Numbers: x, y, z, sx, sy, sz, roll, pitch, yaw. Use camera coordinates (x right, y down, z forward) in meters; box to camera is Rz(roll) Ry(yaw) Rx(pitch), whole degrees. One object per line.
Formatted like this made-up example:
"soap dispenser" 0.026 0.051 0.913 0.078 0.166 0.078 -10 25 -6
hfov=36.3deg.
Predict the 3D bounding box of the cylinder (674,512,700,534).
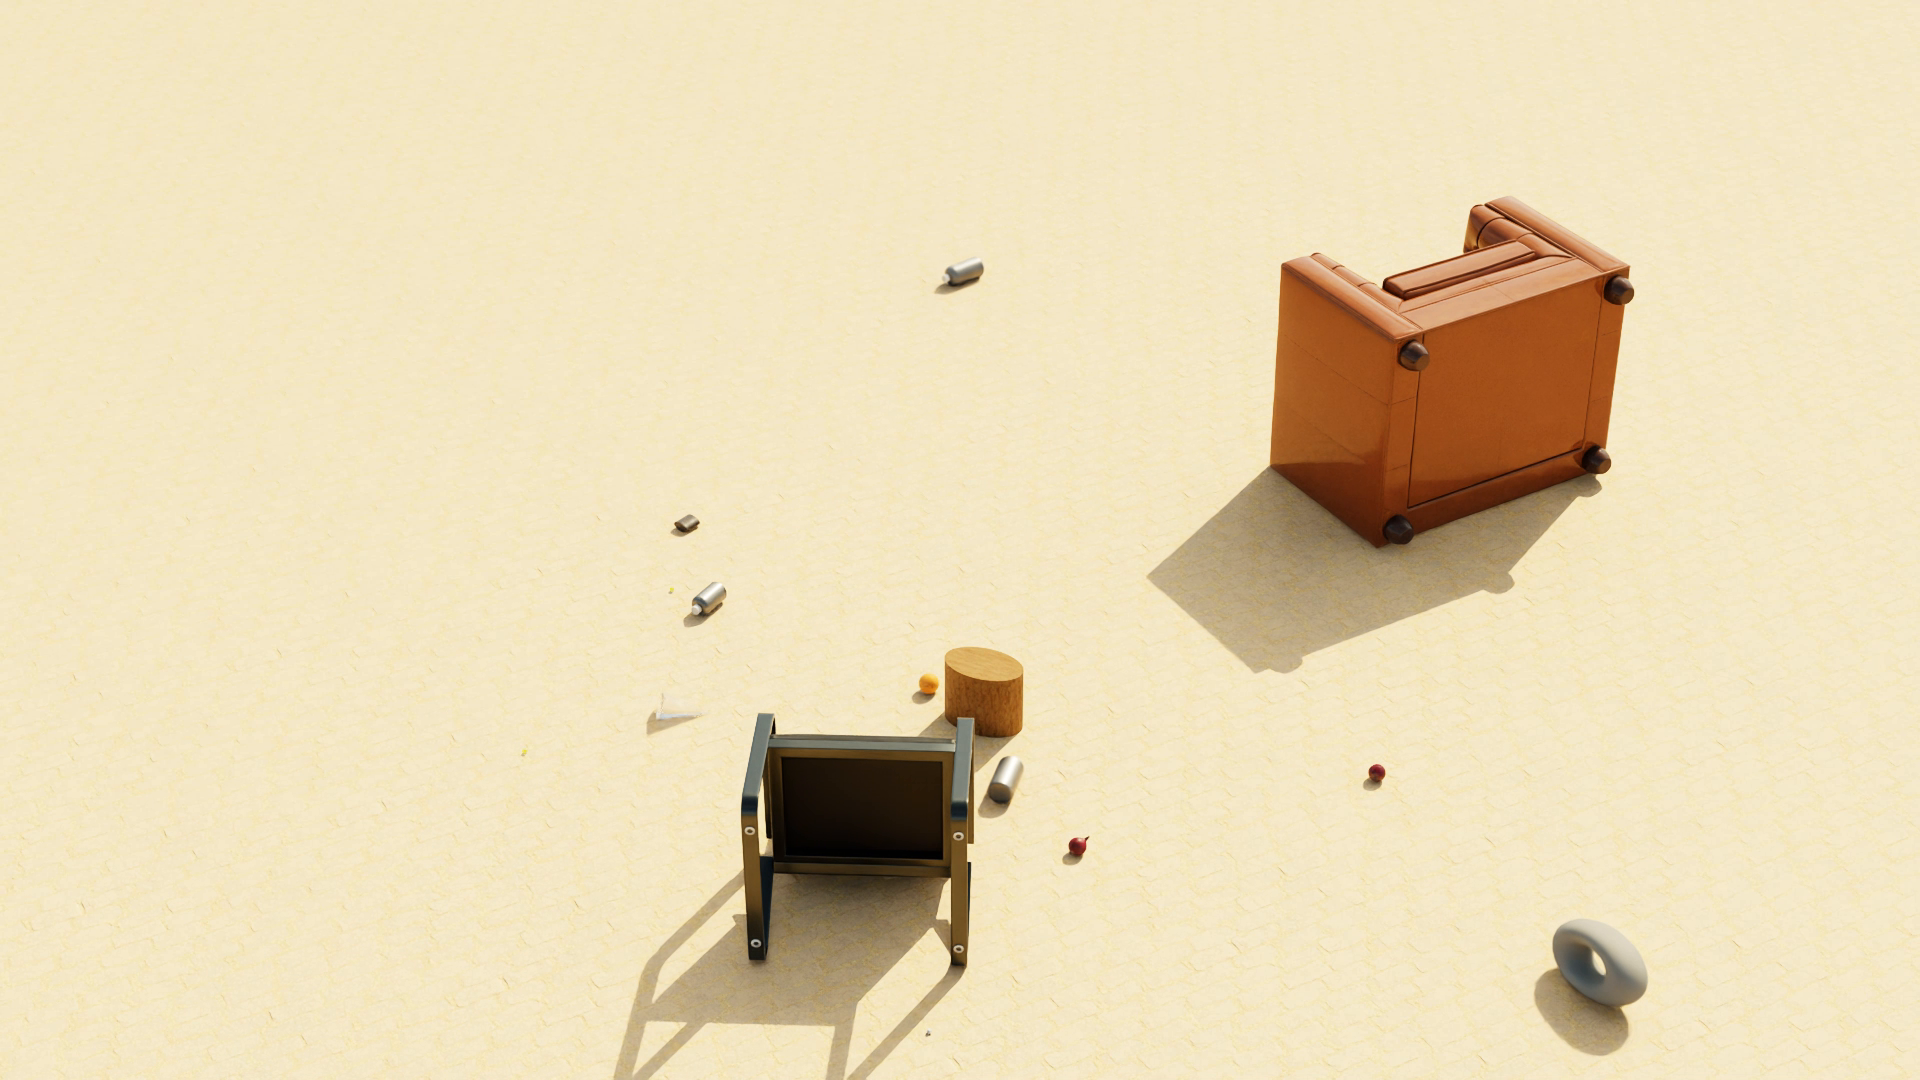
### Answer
"cylinder" -1.025 -0.063 11.007 0.069 0.036 0.070 27 60 19

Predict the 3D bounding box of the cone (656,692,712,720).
"cone" -0.938 0.578 10.025 0.182 0.094 0.111 9 19 -13

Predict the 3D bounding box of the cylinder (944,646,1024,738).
"cylinder" 0.081 0.516 9.946 0.283 0.237 0.175 14 36 21

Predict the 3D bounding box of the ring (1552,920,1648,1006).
"ring" 1.925 1.272 8.823 0.132 0.220 0.356 -1 24 -33
